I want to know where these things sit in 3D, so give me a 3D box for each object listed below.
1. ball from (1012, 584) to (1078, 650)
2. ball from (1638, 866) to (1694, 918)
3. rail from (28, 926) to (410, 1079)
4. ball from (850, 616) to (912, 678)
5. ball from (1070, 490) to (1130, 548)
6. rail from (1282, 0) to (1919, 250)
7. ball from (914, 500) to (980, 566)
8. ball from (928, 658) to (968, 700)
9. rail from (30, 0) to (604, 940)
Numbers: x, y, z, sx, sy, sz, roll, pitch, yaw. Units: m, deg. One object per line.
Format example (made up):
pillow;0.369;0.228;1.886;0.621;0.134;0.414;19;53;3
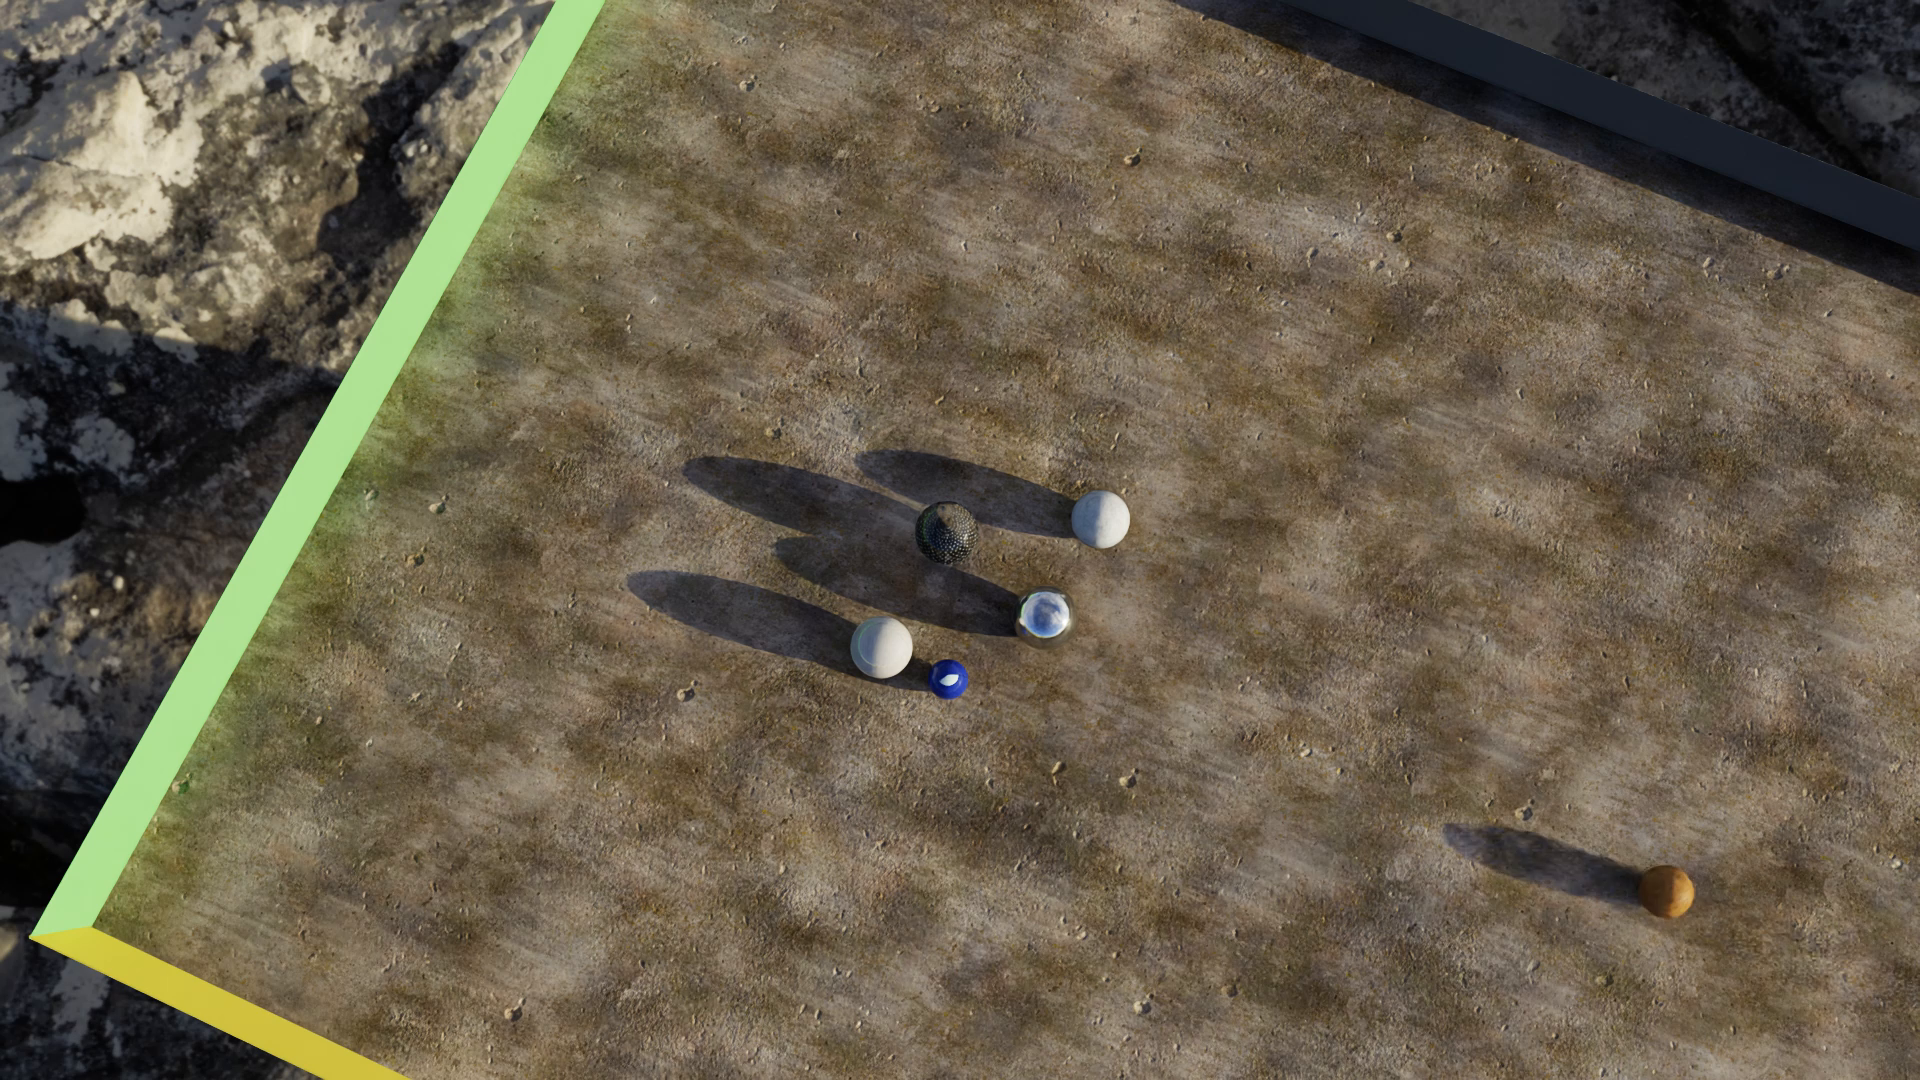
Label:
ball;0.129;0.117;3.322;0.100;0.100;0.100;0;74;0
ball;1.033;0.515;3.216;0.077;0.077;0.077;0;74;0
rail;0.430;1.306;2.954;3.806;0.130;0.045;23;75;7
ball;-0.118;0.161;3.312;0.094;0.094;0.094;0;74;0
ball;0.215;-0.032;3.370;0.091;0.091;0.091;0;74;0
rail;1.307;-0.572;3.509;3.806;0.130;0.045;23;75;7
ball;-0.020;-0.011;3.360;0.099;0.099;0.099;0;74;0
ball;-0.018;0.210;3.314;0.062;0.062;0.062;0;74;0
rail;-0.847;-0.370;3.449;0.045;0.130;2.193;23;75;7
